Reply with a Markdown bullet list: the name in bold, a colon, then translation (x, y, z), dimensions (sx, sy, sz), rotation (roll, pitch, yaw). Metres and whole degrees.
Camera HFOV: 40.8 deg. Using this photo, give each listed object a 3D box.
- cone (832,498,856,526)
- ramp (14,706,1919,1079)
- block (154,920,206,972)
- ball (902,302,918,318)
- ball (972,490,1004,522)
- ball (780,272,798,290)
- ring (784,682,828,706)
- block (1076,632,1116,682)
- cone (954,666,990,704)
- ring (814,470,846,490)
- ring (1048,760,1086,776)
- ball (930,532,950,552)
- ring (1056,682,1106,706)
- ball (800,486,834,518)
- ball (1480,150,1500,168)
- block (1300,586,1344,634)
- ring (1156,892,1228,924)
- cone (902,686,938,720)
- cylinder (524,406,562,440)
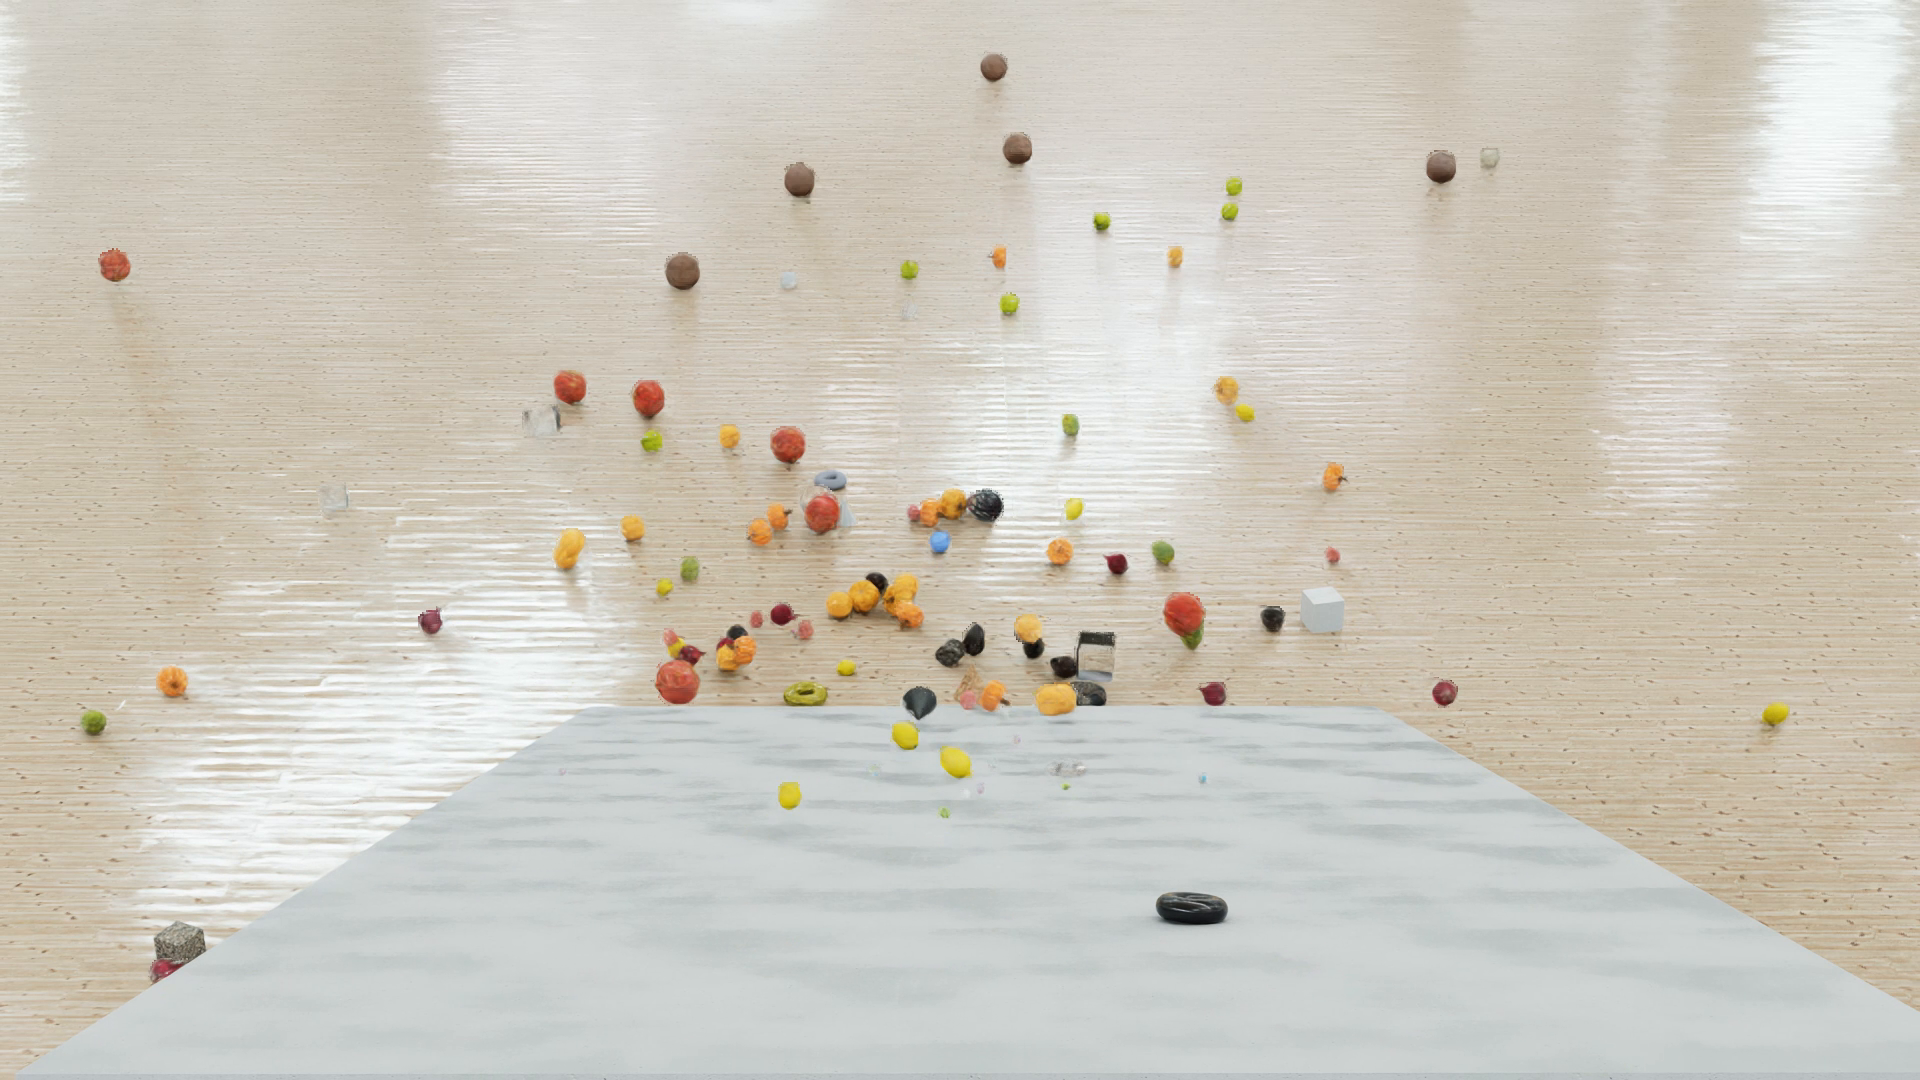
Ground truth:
- **cone**: translation (-0.350, -0.091, 7.757), dimensions (0.078, 0.078, 0.078), rotation (0, 26, 0)
- **ramp**: translation (0.058, 0.526, 4.564), dimensions (2.000, 0.100, 4.000), rotation (0, 2, 0)
- **block**: translation (-1.720, 0.899, 5.691), dimensions (0.075, 0.075, 0.075), rotation (12, 28, 24)
- **ball**: translation (-0.183, -0.831, 9.328), dimensions (0.056, 0.056, 0.056), rotation (0, 26, 0)
- **ball**: translation (0.082, -0.100, 7.755), dimensions (0.096, 0.096, 0.096), rotation (0, 26, 0)
- **ball**: translation (-0.639, -0.968, 9.601), dimensions (0.067, 0.067, 0.067), rotation (0, 26, 0)
- **ring**: translation (-0.405, 0.408, 6.761), dimensions (0.117, 0.039, 0.117), rotation (-1, 25, 0)
- **block**: translation (0.364, 0.313, 6.894), dimensions (0.095, 0.095, 0.095), rotation (3, 26, 7)
- **cone**: translation (0.031, 0.367, 6.777), dimensions (0.097, 0.097, 0.097), rotation (0, 26, 0)
- **ring**: translation (-0.402, -0.185, 8.006), dimensions (0.103, 0.034, 0.103), rotation (-1, 26, 0)
- **ring**: translation (0.210, 0.450, 5.074), dimensions (0.078, 0.026, 0.078), rotation (1, 0, 0)
- **ball**: translation (-0.059, 0.005, 7.575), dimensions (0.062, 0.062, 0.062), rotation (0, 26, 0)
- **ring**: translation (0.319, 0.411, 6.749), dimensions (0.131, 0.044, 0.131), rotation (0, 24, 0)
- **ball**: translation (-0.431, -0.114, 7.779), dimensions (0.100, 0.100, 0.100), rotation (0, 26, 0)
- **ball**: translation (2.249, -1.619, 10.946), dimensions (0.081, 0.081, 0.081), rotation (0, 26, 0)
- **block**: translation (1.004, 0.194, 7.148), dimensions (0.090, 0.090, 0.090), rotation (-7, 26, -13)
- **ring**: translation (0.309, 0.490, 3.437), dimensions (0.098, 0.033, 0.098), rotation (4, 0, 0)
- **cone**: translation (-0.099, 0.413, 6.229), dimensions (0.085, 0.085, 0.085), rotation (1, 28, 1)
- **cylinder**: translation (-1.350, -0.380, 8.344), dimensions (0.093, 0.093, 0.093), rotation (-13, 29, -26)
